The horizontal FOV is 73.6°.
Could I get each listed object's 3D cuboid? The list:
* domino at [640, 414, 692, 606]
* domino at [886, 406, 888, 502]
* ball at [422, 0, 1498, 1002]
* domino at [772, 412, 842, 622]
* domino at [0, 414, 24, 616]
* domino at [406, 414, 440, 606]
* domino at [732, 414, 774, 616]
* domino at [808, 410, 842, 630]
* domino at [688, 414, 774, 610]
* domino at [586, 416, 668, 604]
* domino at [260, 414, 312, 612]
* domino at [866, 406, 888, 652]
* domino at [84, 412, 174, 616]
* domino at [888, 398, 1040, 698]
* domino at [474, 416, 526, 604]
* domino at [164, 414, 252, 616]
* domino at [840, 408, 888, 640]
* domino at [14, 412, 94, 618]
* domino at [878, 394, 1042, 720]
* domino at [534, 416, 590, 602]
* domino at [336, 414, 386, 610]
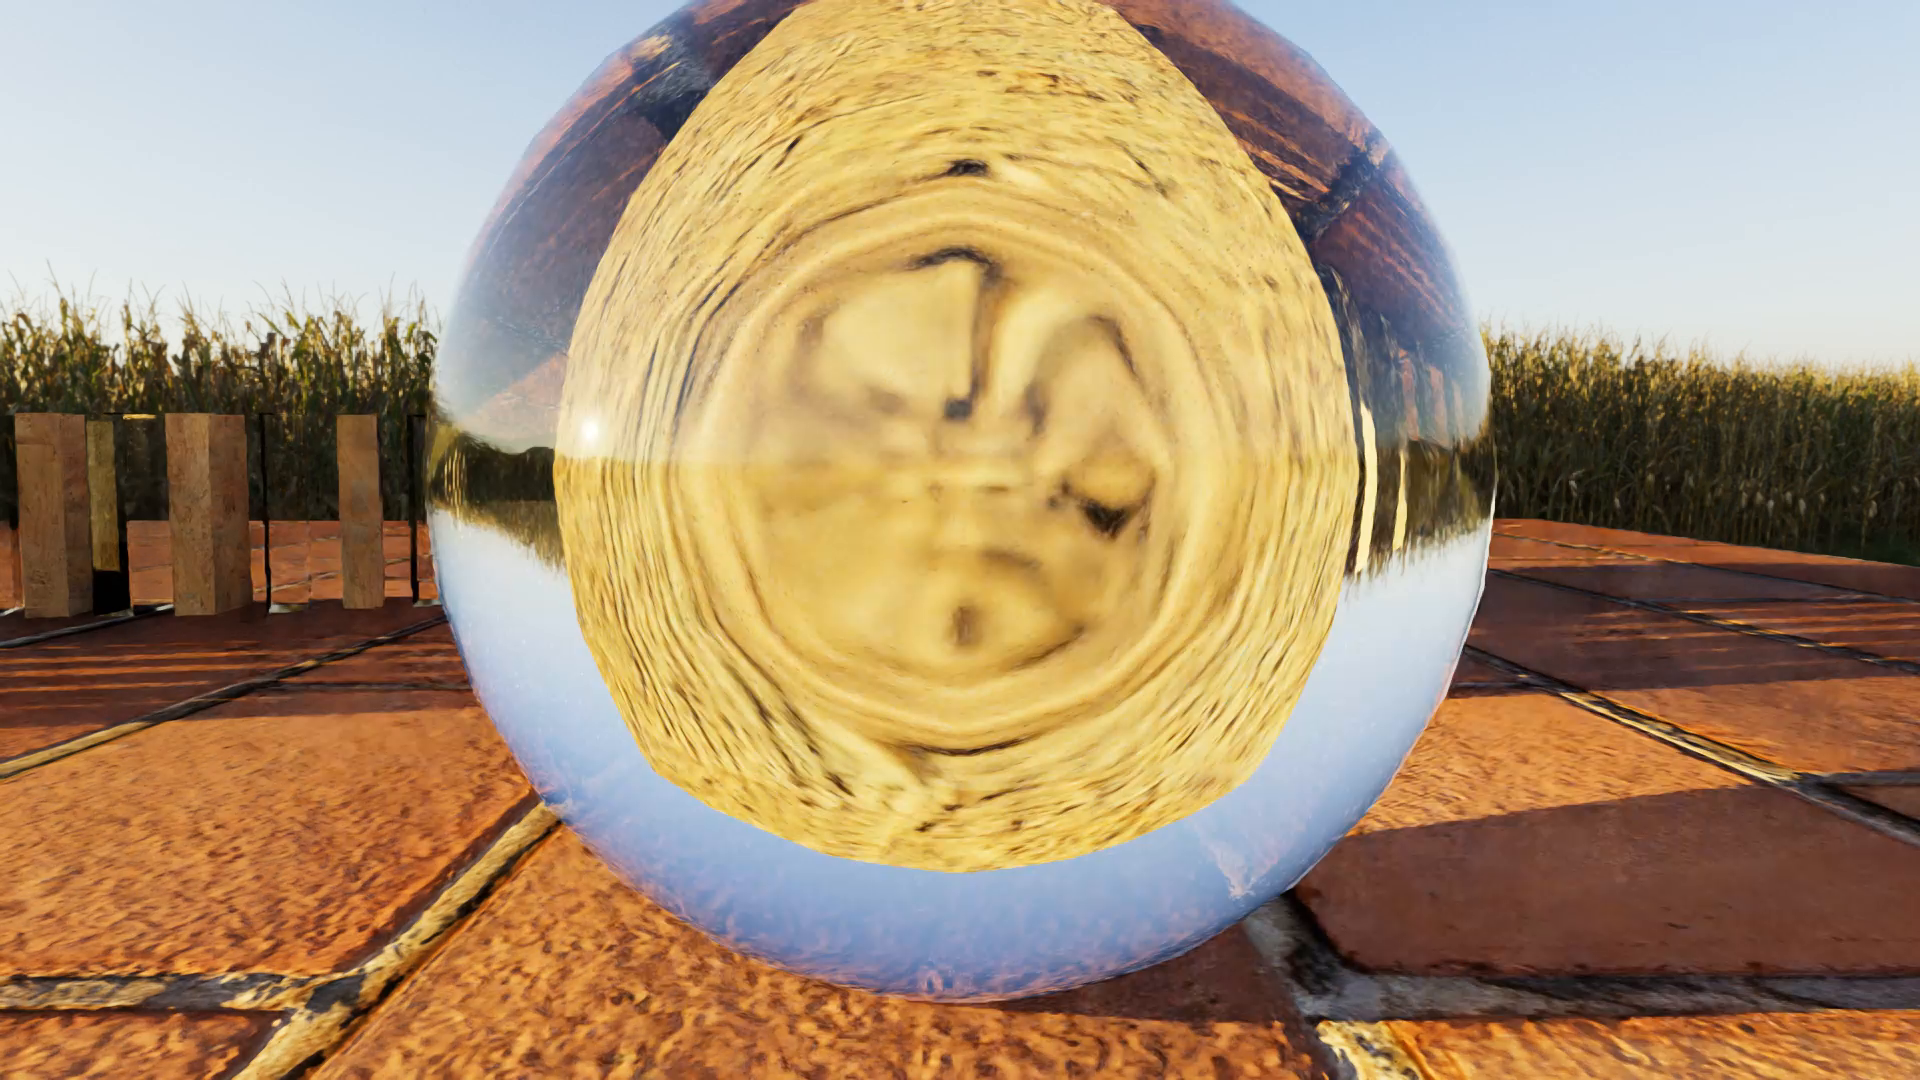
[{"bbox_3d":[-0.075,-0.008,0.347,0.010,0.050,0.025,2,5,24],"label":"domino"},{"bbox_3d":[-0.001,-0.001,0.253,0.025,0.050,0.009,-1,4,-13],"label":"domino"},{"bbox_3d":[0.000,-0.005,0.103,0.080,0.080,0.080,0,4,0],"label":"ball"},{"bbox_3d":[-0.033,-0.006,0.315,0.025,0.050,0.009,-4,6,-40],"label":"domino"},{"bbox_3d":[-0.244,-0.006,0.319,0.010,0.050,0.025,-2,5,-23],"label":"domino"},{"bbox_3d":[-0.143,-0.009,0.348,0.009,0.050,0.025,-1,5,-18],"label":"domino"},{"bbox_3d":[-0.045,-0.007,0.328,0.009,0.050,0.025,4,6,42],"label":"domino"},{"bbox_3d":[-0.022,-0.005,0.301,0.025,0.050,0.009,-3,5,-34],"label":"domino"},{"bbox_3d":[-0.059,-0.008,0.339,0.009,0.050,0.025,3,5,32],"label":"domino"},{"bbox_3d":[-0.091,-0.009,0.353,0.010,0.050,0.025,1,4,15],"label":"domino"},{"bbox_3d":[-0.175,-0.008,0.335,0.009,0.050,0.025,-2,5,-25],"label":"domino"},{"bbox_3d":[-0.006,-0.003,0.270,0.025,0.050,0.010,-2,5,-20],"label":"domino"},{"bbox_3d":[-0.210,-0.007,0.327,0.009,0.050,0.025,0,4,-3],"label":"domino"},{"bbox_3d":[0.001,0.001,0.218,0.025,0.050,0.009,0,4,2],"label":"domino"},{"bbox_3d":[-0.126,-0.009,0.353,0.009,0.050,0.025,-1,4,-13],"label":"domino"},{"bbox_3d":[-0.192,-0.007,0.329,0.009,0.050,0.025,-1,4,-10],"label":"domino"},{"bbox_3d":[-0.013,-0.004,0.286,0.025,0.050,0.009,-2,5,-27],"label":"domino"},{"bbox_3d":[-0.227,-0.007,0.325,0.009,0.050,0.025,-1,4,-14],"label":"domino"},{"bbox_3d":[0.000,0.002,0.201,0.025,0.050,0.009,0,4,0],"label":"domino"},{"bbox_3d":[-0.109,-0.009,0.355,0.010,0.050,0.025,0,4,0],"label":"domino"},{"bbox_3d":[-0.160,-0.008,0.342,0.009,0.050,0.025,-2,5,-23],"label":"domino"}]
